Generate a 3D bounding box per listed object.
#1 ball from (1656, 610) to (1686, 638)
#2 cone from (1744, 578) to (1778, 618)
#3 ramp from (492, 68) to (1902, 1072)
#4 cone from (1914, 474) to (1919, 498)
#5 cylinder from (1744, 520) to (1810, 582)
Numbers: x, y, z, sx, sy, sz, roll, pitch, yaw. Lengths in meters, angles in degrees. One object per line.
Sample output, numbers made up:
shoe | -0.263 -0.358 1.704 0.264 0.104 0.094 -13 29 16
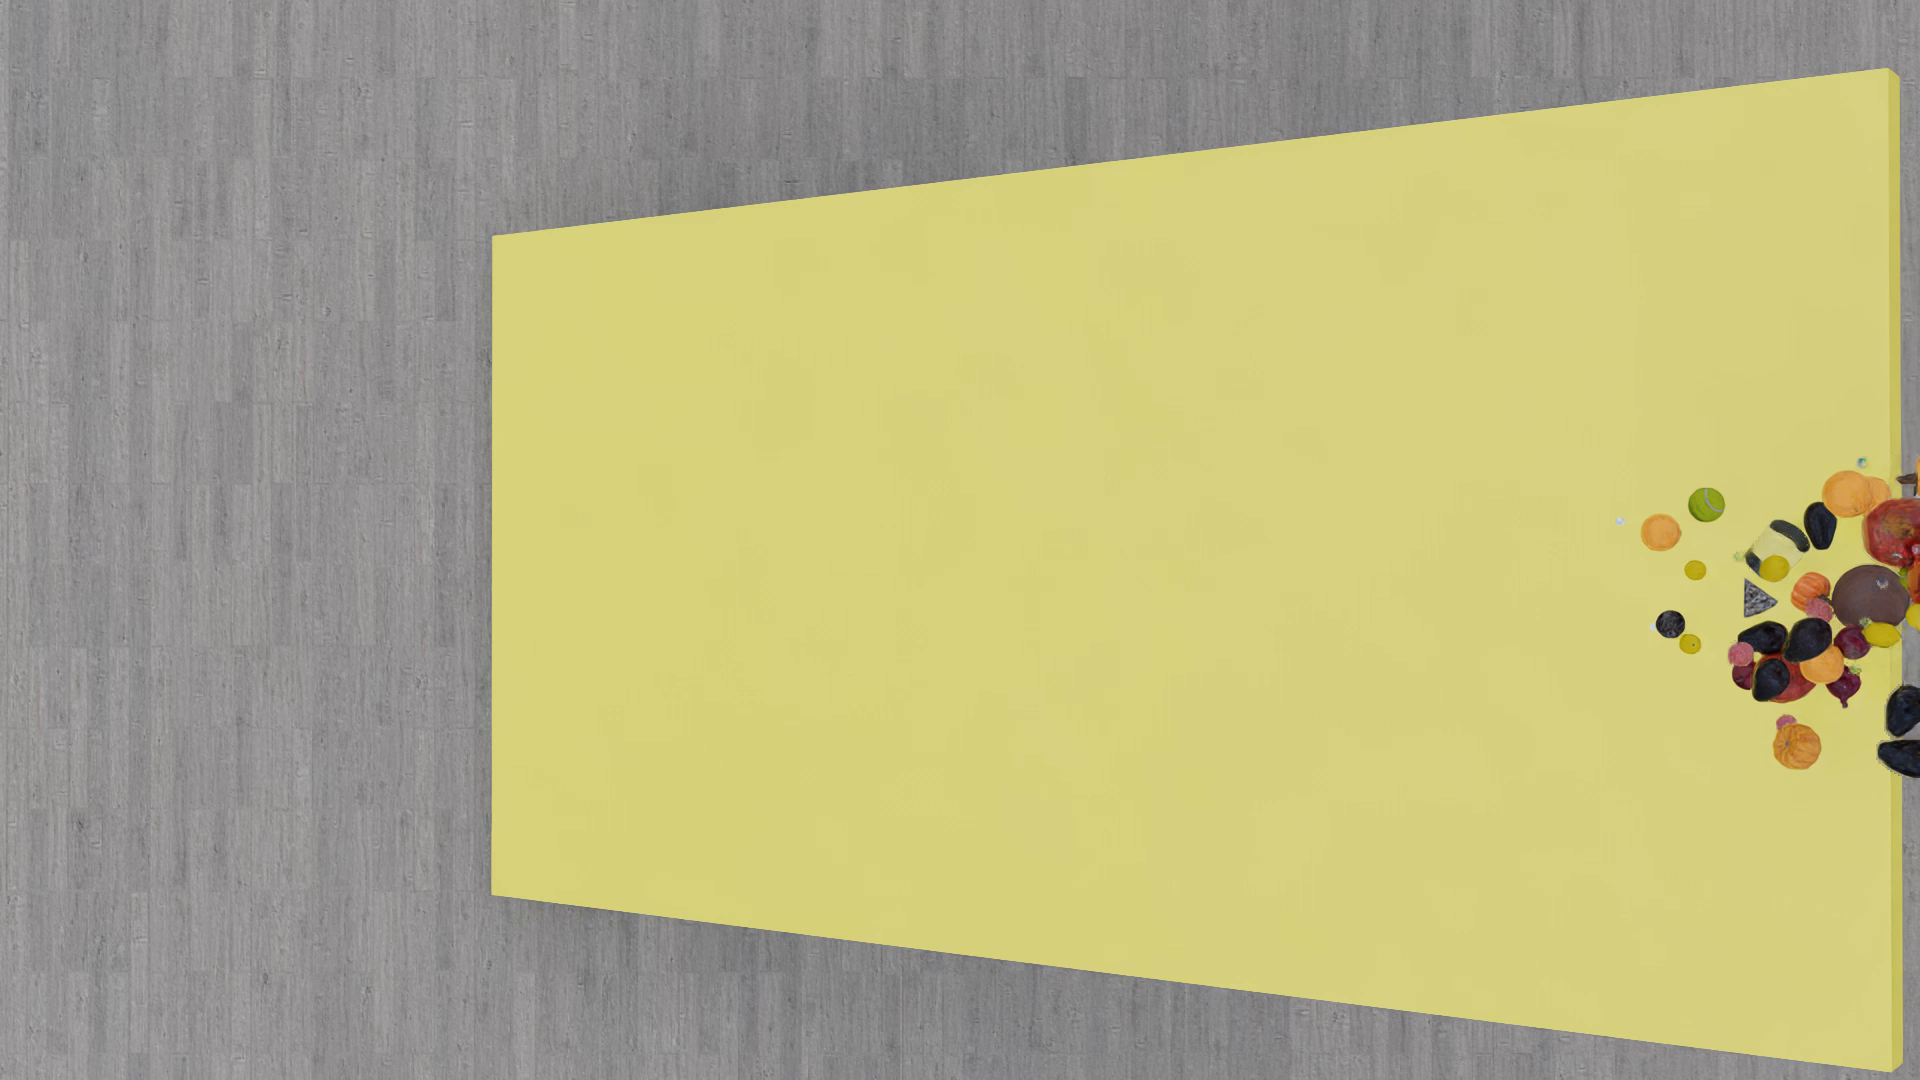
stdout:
ball | 1.313 0.156 4.061 0.052 0.052 0.052 0 90 0
cone | 1.427 0.096 3.960 0.065 0.065 0.065 -27 90 0
ramp | 0.244 0.067 5.569 4.000 0.100 2.000 0 89 35
cone | 1.675 -0.094 3.736 0.072 0.072 0.072 27 89 40
cylinder | 1.609 0.021 4.328 0.088 0.088 0.088 27 131 0
